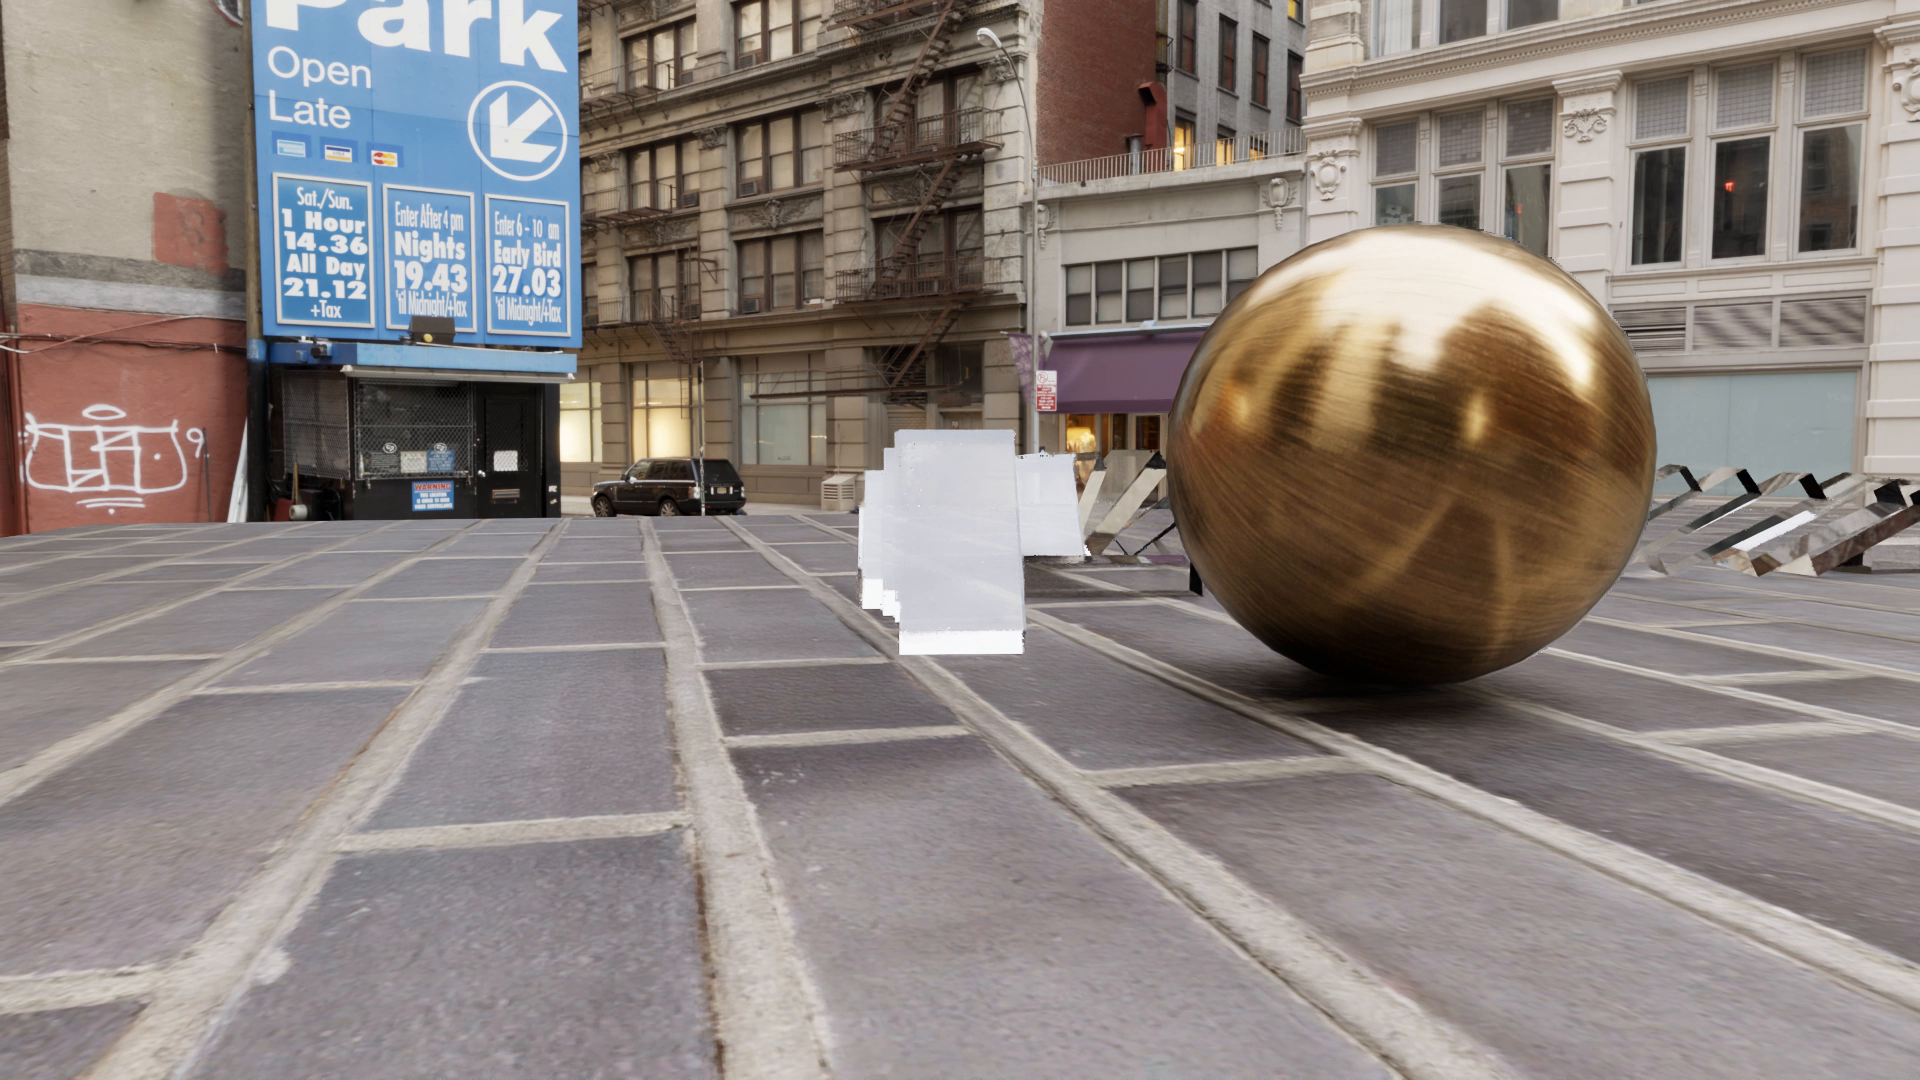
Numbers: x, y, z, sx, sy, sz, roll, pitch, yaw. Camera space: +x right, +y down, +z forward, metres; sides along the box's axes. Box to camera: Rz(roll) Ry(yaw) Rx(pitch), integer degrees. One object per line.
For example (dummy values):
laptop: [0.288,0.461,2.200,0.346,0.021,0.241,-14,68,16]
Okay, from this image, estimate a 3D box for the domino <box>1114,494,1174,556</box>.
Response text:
domino: [0.079,-0.013,0.472,0.050,0.009,0.025,-39,-3,7]

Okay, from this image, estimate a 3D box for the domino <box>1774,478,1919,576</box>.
domino: [0.294,-0.005,0.426,0.050,0.009,0.025,-27,7,-4]

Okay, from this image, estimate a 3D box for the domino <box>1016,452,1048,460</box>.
domino: [0.020,-0.011,0.446,0.025,0.010,0.050,-7,39,6]

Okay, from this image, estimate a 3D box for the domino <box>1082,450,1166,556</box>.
domino: [0.054,-0.014,0.483,0.050,0.010,0.025,-49,29,-23]

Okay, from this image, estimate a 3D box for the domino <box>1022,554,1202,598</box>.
domino: [0.042,0.010,0.369,0.050,0.010,0.025,0,4,-3]

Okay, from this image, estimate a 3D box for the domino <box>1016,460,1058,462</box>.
domino: [0.022,-0.008,0.425,0.025,0.009,0.050,-2,39,0]

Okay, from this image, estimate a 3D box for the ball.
ball: [0.076,-0.014,0.224,0.080,0.080,0.080,0,4,0]

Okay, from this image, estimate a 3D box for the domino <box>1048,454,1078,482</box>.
domino: [0.026,-0.011,0.461,0.025,0.009,0.050,-2,40,17]

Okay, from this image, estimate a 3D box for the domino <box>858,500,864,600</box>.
domino: [-0.017,0.002,0.371,0.025,0.010,0.050,-1,24,-4]

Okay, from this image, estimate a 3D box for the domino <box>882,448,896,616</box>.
domino: [-0.007,-0.003,0.333,0.025,0.009,0.050,0,48,-3]

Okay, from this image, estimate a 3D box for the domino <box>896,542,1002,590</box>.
domino: [-0.004,0.008,0.403,0.025,0.009,0.050,-1,4,-11]

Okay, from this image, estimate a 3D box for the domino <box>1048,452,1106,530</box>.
domino: [0.035,-0.013,0.477,0.025,0.009,0.050,-2,41,27]

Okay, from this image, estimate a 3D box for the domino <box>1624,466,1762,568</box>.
domino: [0.232,-0.006,0.420,0.050,0.009,0.025,-32,-5,16]

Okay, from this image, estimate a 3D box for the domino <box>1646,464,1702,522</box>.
domino: [0.216,-0.008,0.425,0.050,0.009,0.025,-33,-5,17]

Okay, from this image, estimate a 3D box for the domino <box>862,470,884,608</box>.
domino: [-0.014,-0.001,0.350,0.025,0.009,0.050,0,37,-3]

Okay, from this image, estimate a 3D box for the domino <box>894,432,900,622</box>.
domino: [-0.004,-0.004,0.317,0.025,0.050,0.009,0,-33,-3]

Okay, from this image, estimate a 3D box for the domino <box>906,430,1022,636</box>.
domino: [0.000,-0.002,0.294,0.025,0.050,0.009,0,-33,-3]

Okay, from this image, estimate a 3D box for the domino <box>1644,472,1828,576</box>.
domino: [0.250,-0.005,0.418,0.050,0.010,0.025,-30,-4,15]

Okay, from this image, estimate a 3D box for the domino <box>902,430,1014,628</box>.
domino: [-0.001,-0.003,0.306,0.025,0.050,0.009,0,-33,-3]

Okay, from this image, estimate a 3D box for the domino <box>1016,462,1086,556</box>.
domino: [0.025,-0.006,0.407,0.025,0.010,0.050,0,39,-1]

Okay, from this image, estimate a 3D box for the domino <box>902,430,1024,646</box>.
domino: [0.000,-0.001,0.282,0.025,0.050,0.010,0,-33,-3]

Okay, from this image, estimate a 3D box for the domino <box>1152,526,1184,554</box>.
domino: [0.094,-0.011,0.463,0.050,0.009,0.025,-39,-8,17]

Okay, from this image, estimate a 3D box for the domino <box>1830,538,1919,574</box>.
domino: [0.318,0.005,0.437,0.050,0.010,0.025,-1,4,-15]

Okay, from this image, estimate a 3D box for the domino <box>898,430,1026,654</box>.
domino: [0.000,0.000,0.270,0.025,0.050,0.009,0,-33,-3]

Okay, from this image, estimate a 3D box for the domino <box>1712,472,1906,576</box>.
domino: [0.276,-0.005,0.420,0.050,0.009,0.025,-27,7,5]
